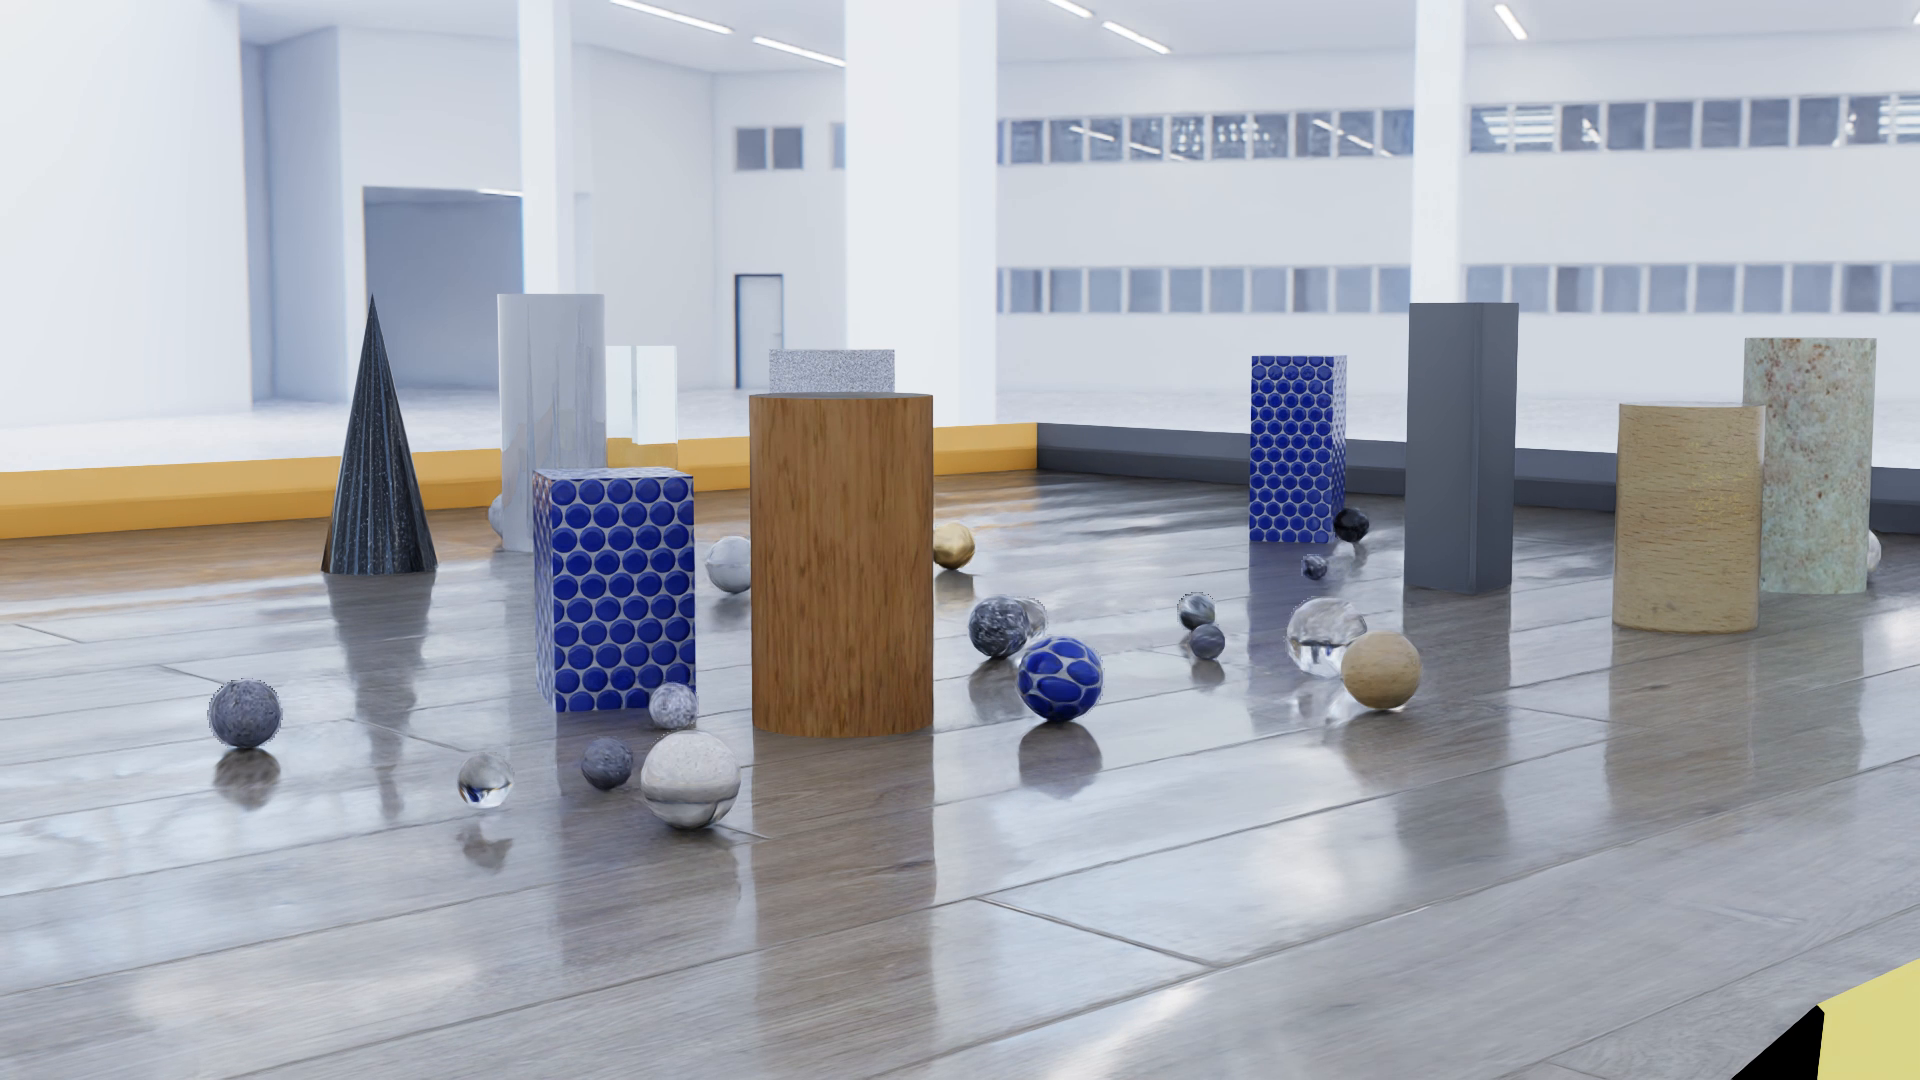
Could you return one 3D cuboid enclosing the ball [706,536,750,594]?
[{"bbox_3d":[-0.356,0.039,3.468,0.091,0.091,0.091,0,6,0],"label":"ball"}]

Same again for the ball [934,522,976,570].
[{"bbox_3d":[-0.014,0.010,3.787,0.082,0.082,0.082,0,6,0],"label":"ball"}]

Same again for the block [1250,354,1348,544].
[{"bbox_3d":[0.662,-0.182,4.301,0.158,0.357,0.158,2,6,19],"label":"block"}]

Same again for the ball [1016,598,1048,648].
[{"bbox_3d":[0.082,0.110,2.903,0.067,0.067,0.067,0,6,0],"label":"ball"}]

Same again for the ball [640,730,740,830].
[{"bbox_3d":[-0.232,0.206,1.894,0.085,0.085,0.085,0,6,0],"label":"ball"}]

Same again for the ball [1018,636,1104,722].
[{"bbox_3d":[0.109,0.150,2.391,0.093,0.093,0.093,0,6,0],"label":"ball"}]

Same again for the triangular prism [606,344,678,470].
[{"bbox_3d":[-0.694,-0.230,4.700,0.171,0.371,0.148,-1,6,-10],"label":"triangular prism"}]

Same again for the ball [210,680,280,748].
[{"bbox_3d":[-0.729,0.178,2.244,0.069,0.069,0.069,0,6,0],"label":"ball"}]

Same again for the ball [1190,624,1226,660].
[{"bbox_3d":[0.316,0.130,2.811,0.046,0.046,0.046,0,6,0],"label":"ball"}]

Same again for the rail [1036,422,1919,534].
[{"bbox_3d":[1.546,-0.115,4.751,0.045,0.128,3.970,-5,8,-42],"label":"rail"}]

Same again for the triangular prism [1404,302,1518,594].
[{"bbox_3d":[0.791,-0.153,3.544,0.148,0.457,0.171,4,7,34],"label":"triangular prism"}]

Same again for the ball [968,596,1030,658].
[{"bbox_3d":[0.050,0.112,2.824,0.079,0.079,0.079,0,6,0],"label":"ball"}]

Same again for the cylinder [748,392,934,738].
[{"bbox_3d":[-0.128,0.021,2.379,0.198,0.354,0.198,0,6,0],"label":"cylinder"}]

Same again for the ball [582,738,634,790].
[{"bbox_3d":[-0.329,0.209,2.050,0.048,0.048,0.048,0,6,0],"label":"ball"}]

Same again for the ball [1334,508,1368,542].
[{"bbox_3d":[0.754,-0.029,4.239,0.067,0.067,0.067,0,6,0],"label":"ball"}]

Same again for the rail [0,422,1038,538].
[{"bbox_3d":[-1.330,-0.116,4.766,4.256,0.128,0.045,-5,8,-42],"label":"rail"}]

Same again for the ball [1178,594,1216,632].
[{"bbox_3d":[0.330,0.102,3.054,0.052,0.052,0.052,0,6,0],"label":"ball"}]

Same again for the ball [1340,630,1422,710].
[{"bbox_3d":[0.471,0.145,2.459,0.090,0.090,0.090,0,6,0],"label":"ball"}]

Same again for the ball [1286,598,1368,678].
[{"bbox_3d":[0.446,0.119,2.670,0.099,0.099,0.099,0,6,0],"label":"ball"}]

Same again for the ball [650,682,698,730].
[{"bbox_3d":[-0.305,0.177,2.340,0.051,0.051,0.051,0,6,0],"label":"ball"}]

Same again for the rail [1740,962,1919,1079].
[{"bbox_3d":[1.330,0.183,1.898,4.256,0.128,0.045,-5,8,-42],"label":"rail"}]

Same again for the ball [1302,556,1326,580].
[{"bbox_3d":[0.588,0.046,3.644,0.040,0.040,0.040,0,6,0],"label":"ball"}]

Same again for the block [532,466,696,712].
[{"bbox_3d":[-0.399,0.052,2.530,0.158,0.260,0.158,-2,6,-18],"label":"block"}]

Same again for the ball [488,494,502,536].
[{"bbox_3d":[-0.865,-0.047,4.268,0.097,0.097,0.097,0,6,0],"label":"ball"}]

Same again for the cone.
[{"bbox_3d":[-1.006,-0.189,3.788,0.198,0.477,0.198,0,6,0],"label":"cone"}]

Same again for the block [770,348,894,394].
[{"bbox_3d":[-0.228,-0.153,3.938,0.158,0.376,0.158,6,8,44],"label":"block"}]

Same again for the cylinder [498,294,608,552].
[{"bbox_3d":[-0.764,-0.224,4.136,0.198,0.475,0.198,0,6,0],"label":"cylinder"}]

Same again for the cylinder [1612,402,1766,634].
[{"bbox_3d":[1.029,-0.035,3.110,0.198,0.313,0.198,0,6,0],"label":"cylinder"}]

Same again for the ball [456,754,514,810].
[{"bbox_3d":[-0.426,0.216,1.970,0.050,0.050,0.050,0,6,0],"label":"ball"}]

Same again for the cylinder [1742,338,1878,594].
[{"bbox_3d":[1.361,-0.124,3.540,0.198,0.401,0.198,0,6,0],"label":"cylinder"}]

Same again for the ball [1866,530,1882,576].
[{"bbox_3d":[1.487,0.020,3.663,0.089,0.089,0.089,0,6,0],"label":"ball"}]
